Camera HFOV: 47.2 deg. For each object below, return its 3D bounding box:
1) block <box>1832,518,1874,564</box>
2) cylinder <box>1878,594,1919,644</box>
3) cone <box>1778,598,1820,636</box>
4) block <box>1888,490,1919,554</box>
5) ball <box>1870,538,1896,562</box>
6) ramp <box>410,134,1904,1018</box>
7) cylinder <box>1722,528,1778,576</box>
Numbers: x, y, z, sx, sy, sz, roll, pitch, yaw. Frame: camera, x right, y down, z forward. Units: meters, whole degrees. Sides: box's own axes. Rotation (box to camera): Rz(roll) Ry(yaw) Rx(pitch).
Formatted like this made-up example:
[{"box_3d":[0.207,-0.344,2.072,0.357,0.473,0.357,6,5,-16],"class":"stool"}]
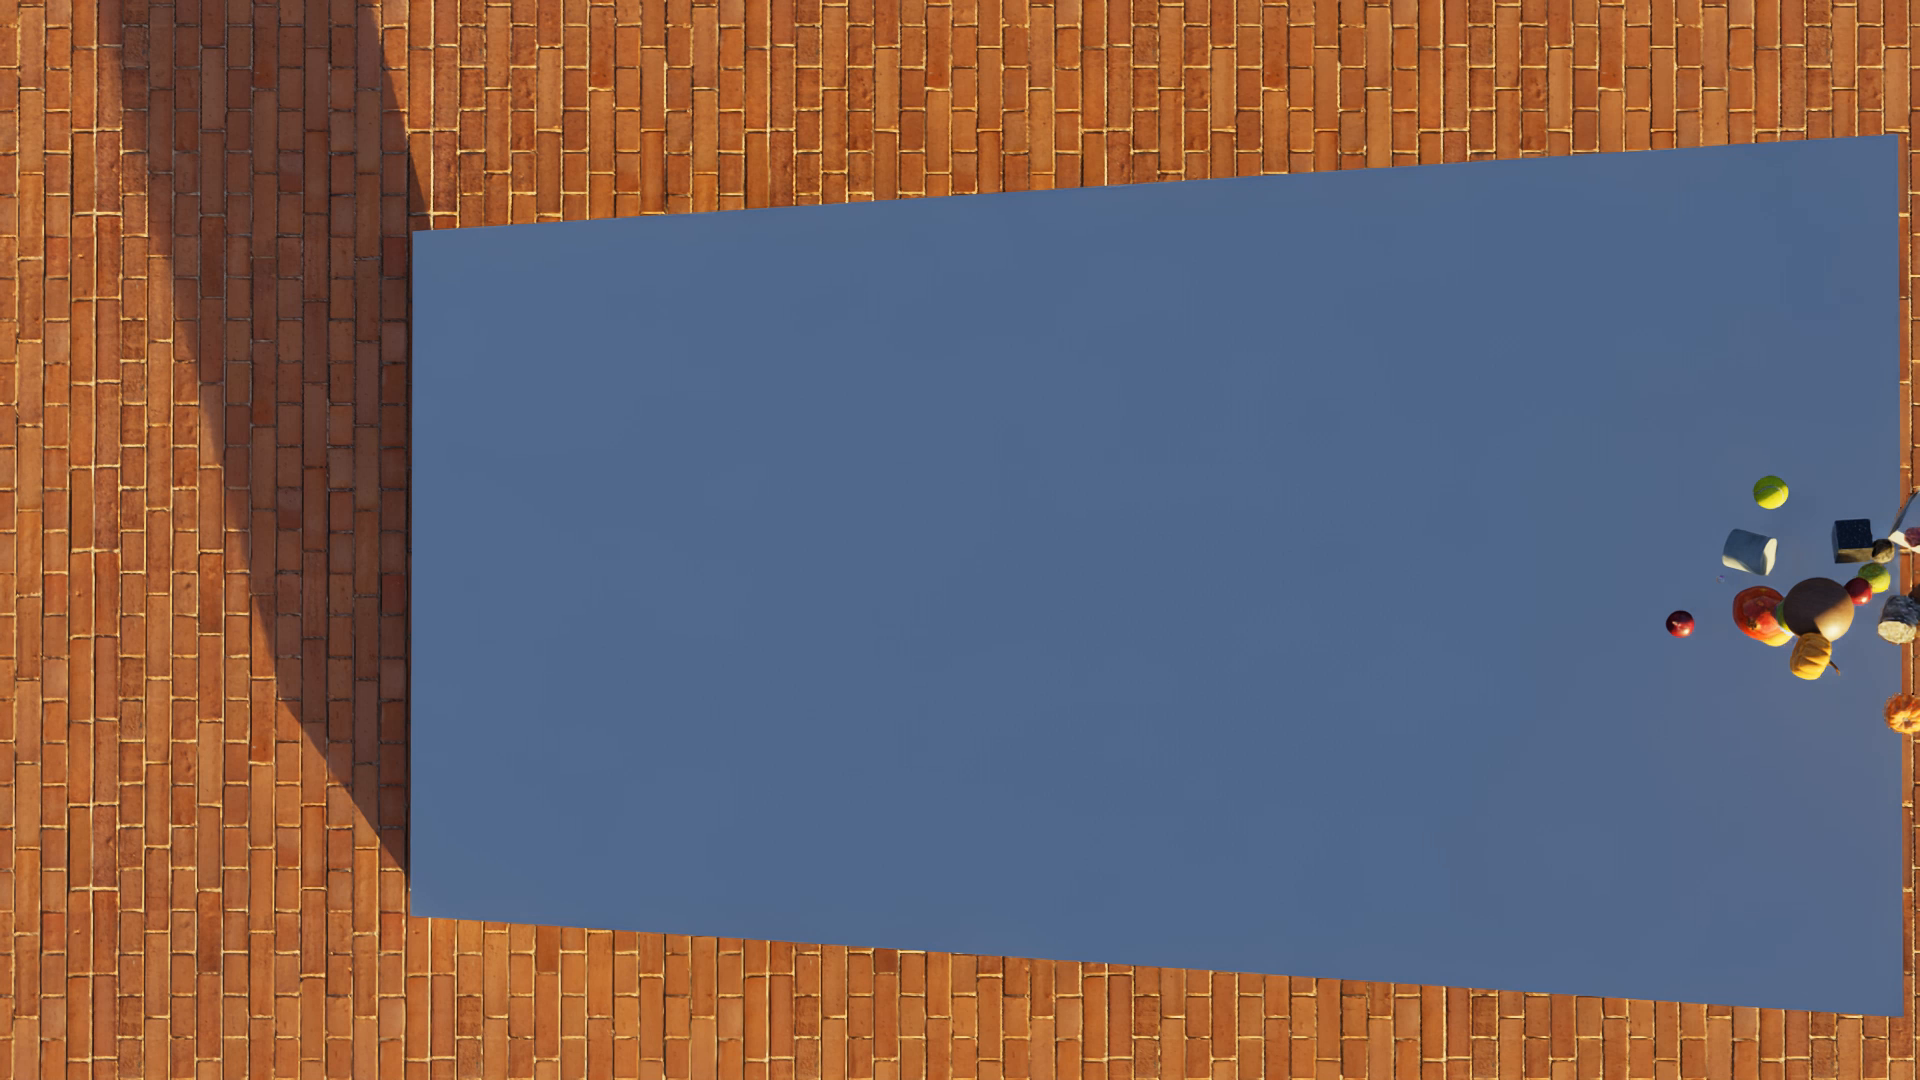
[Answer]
[{"box_3d":[1.920,0.003,4.732,0.069,0.069,0.069,-3,63,13],"class":"block"},{"box_3d":[1.890,0.159,4.422,0.069,0.069,0.069,31,60,0],"class":"cylinder"},{"box_3d":[1.733,0.158,4.501,0.077,0.077,0.077,1,88,-25],"class":"cone"},{"box_3d":[2.055,-0.032,4.680,0.100,0.100,0.100,28,88,15],"class":"block"},{"box_3d":[2.016,0.024,4.809,0.052,0.052,0.052,0,89,0],"class":"ball"},{"box_3d":[0.282,0.088,5.745,4.000,0.100,2.000,0,89,21],"class":"ramp"},{"box_3d":[1.595,0.025,4.437,0.078,0.078,0.078,19,89,39],"class":"cylinder"}]
